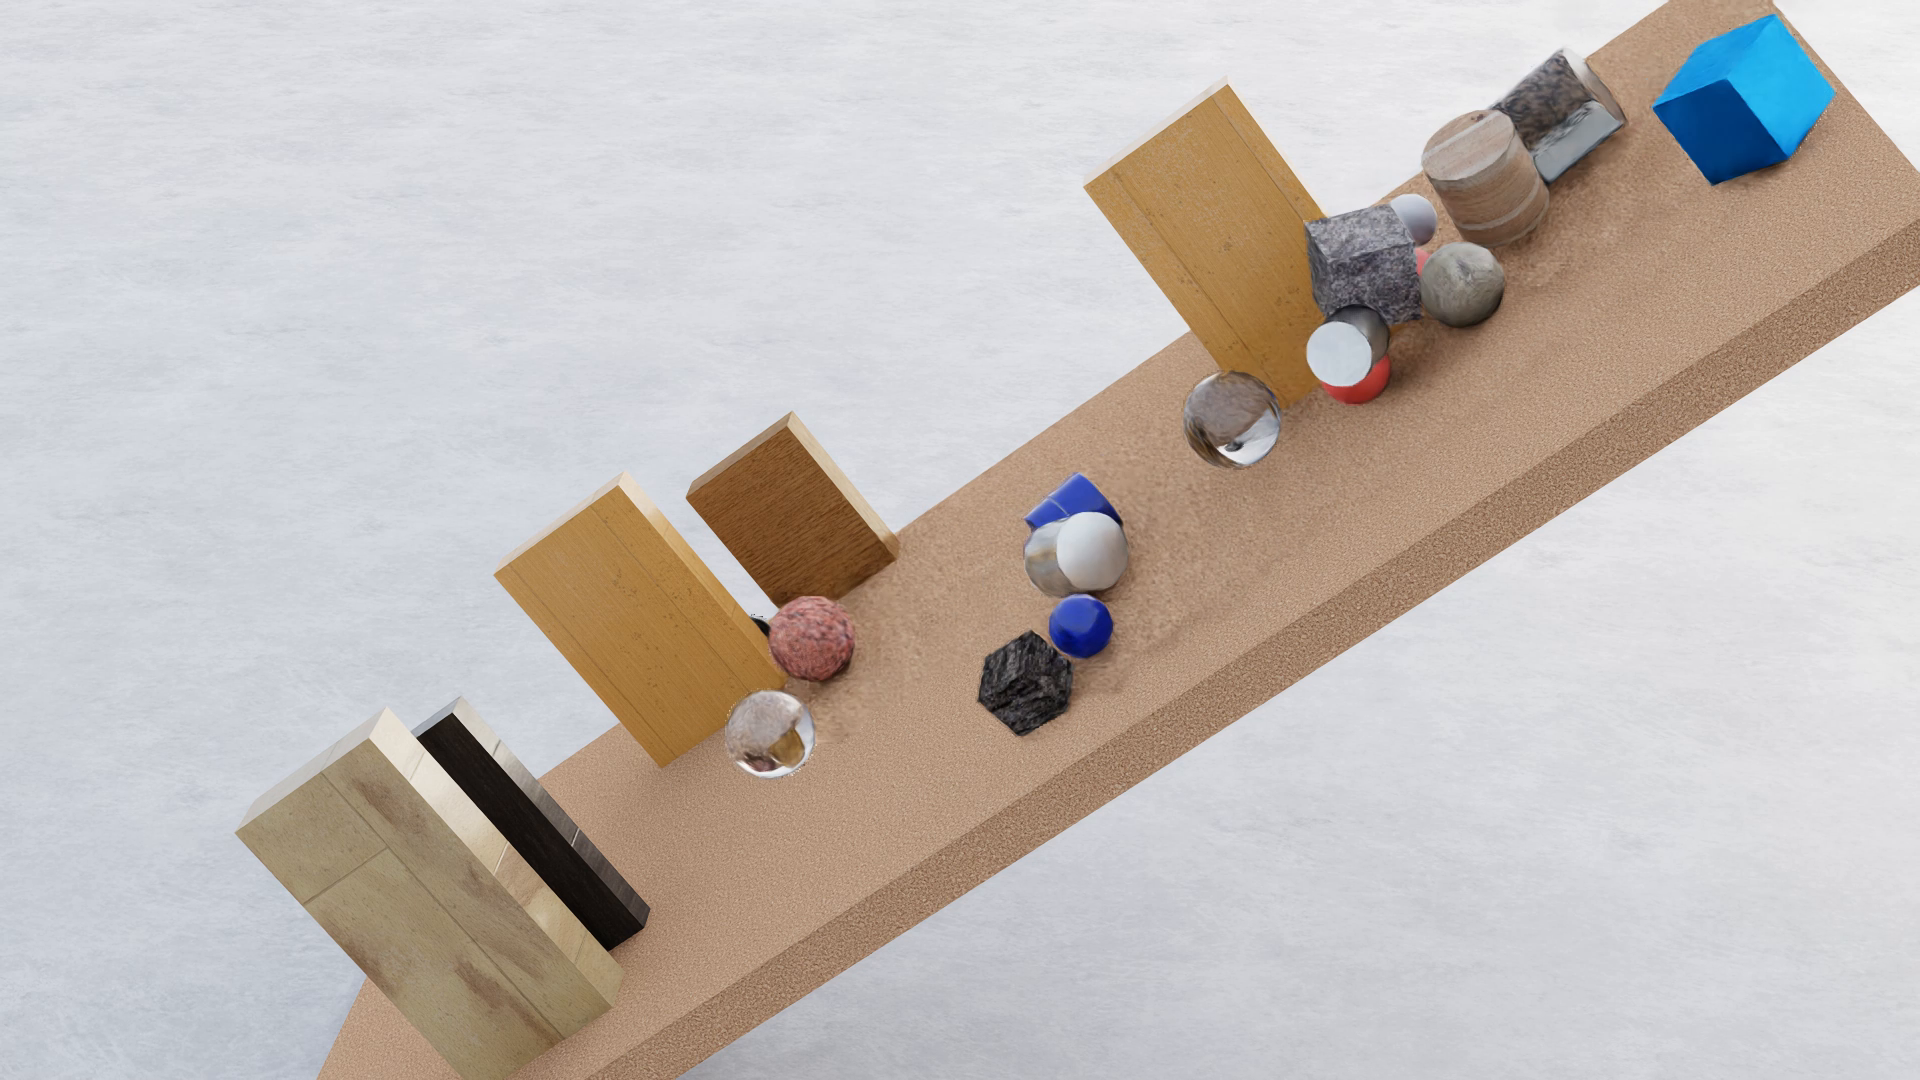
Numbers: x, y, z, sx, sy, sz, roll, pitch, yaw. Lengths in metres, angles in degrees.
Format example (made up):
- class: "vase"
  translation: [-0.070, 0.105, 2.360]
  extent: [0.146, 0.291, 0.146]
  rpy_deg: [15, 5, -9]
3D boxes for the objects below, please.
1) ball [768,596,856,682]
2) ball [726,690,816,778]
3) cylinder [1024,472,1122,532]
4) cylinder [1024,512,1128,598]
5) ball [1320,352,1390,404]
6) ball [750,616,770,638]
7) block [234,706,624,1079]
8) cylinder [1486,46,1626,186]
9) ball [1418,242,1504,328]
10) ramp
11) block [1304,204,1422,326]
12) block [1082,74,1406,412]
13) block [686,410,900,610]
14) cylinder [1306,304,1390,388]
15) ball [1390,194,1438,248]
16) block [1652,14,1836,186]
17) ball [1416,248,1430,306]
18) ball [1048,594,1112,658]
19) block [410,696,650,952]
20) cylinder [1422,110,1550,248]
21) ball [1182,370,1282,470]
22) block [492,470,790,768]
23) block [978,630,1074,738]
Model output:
- class: "ball"
  translation: [-0.337, 0.224, 6.698]
  extent: [0.197, 0.197, 0.197]
  rpy_deg: [0, 23, 0]
- class: "ball"
  translation: [-0.407, 0.417, 6.326]
  extent: [0.191, 0.191, 0.191]
  rpy_deg: [0, 23, 0]
- class: "cylinder"
  translation: [0.240, -0.040, 6.218]
  extent: [0.149, 0.149, 0.149]
  rpy_deg: [-41, 32, -5]
- class: "cylinder"
  translation: [0.236, 0.031, 5.953]
  extent: [0.160, 0.160, 0.160]
  rpy_deg: [-10, -3, -23]
- class: "ball"
  translation: [0.783, -0.342, 5.840]
  extent: [0.144, 0.144, 0.144]
  rpy_deg: [0, 23, 0]
- class: "ball"
  translation: [-0.510, 0.249, 7.161]
  extent: [0.123, 0.123, 0.123]
  rpy_deg: [0, 23, 0]
- class: "block"
  translation: [-1.056, 0.729, 5.899]
  extent: [0.361, 0.739, 0.140]
  rpy_deg: [-34, 16, 17]
- class: "cylinder"
  translation: [1.244, -0.886, 6.155]
  extent: [0.210, 0.210, 0.210]
  rpy_deg: [-39, 9, 24]
- class: "ball"
  translation: [0.986, -0.502, 5.783]
  extent: [0.168, 0.168, 0.168]
  rpy_deg: [0, 23, 0]
- class: "ramp"
  translation: [0.128, 0.179, 6.323]
  extent: [4.000, 0.100, 2.000]
  rpy_deg: [-34, 16, 17]
- class: "block"
  translation: [0.799, -0.535, 5.832]
  extent: [0.174, 0.174, 0.174]
  rpy_deg: [-14, 34, -3]
- class: "block"
  translation: [0.589, -0.596, 6.073]
  extent: [0.362, 0.635, 0.081]
  rpy_deg: [-34, 16, 17]
- class: "block"
  translation: [-0.406, -0.047, 7.185]
  extent: [0.318, 0.428, 0.108]
  rpy_deg: [-34, 16, 17]
- class: "cylinder"
  translation: [0.751, -0.376, 5.688]
  extent: [0.129, 0.129, 0.129]
  rpy_deg: [9, 23, 21]
- class: "ball"
  translation: [0.957, -0.678, 6.256]
  extent: [0.117, 0.117, 0.117]
  rpy_deg: [0, 23, 0]
- class: "block"
  translation: [1.457, -0.818, 5.473]
  extent: [0.195, 0.195, 0.195]
  rpy_deg: [-50, 16, -27]
- class: "ball"
  translation: [0.927, -0.541, 6.057]
  extent: [0.124, 0.124, 0.124]
  rpy_deg: [0, 23, 0]
- class: "ball"
  translation: [0.234, 0.167, 5.698]
  extent: [0.125, 0.125, 0.125]
  rpy_deg: [0, 23, 0]
- class: "block"
  translation: [-0.941, 0.631, 6.143]
  extent: [0.243, 0.615, 0.081]
  rpy_deg: [-34, 16, 17]
- class: "cylinder"
  translation: [1.066, -0.733, 5.966]
  extent: [0.197, 0.197, 0.197]
  rpy_deg: [-22, 41, 20]
- class: "ball"
  translation: [0.553, -0.244, 5.983]
  extent: [0.200, 0.200, 0.200]
  rpy_deg: [0, 23, 0]
- class: "block"
  translation: [-0.745, 0.191, 6.925]
  extent: [0.385, 0.620, 0.096]
  rpy_deg: [-34, 16, 17]
- class: "block"
  translation: [0.126, 0.273, 5.594]
  extent: [0.121, 0.121, 0.121]
  rpy_deg: [-33, 28, 32]
